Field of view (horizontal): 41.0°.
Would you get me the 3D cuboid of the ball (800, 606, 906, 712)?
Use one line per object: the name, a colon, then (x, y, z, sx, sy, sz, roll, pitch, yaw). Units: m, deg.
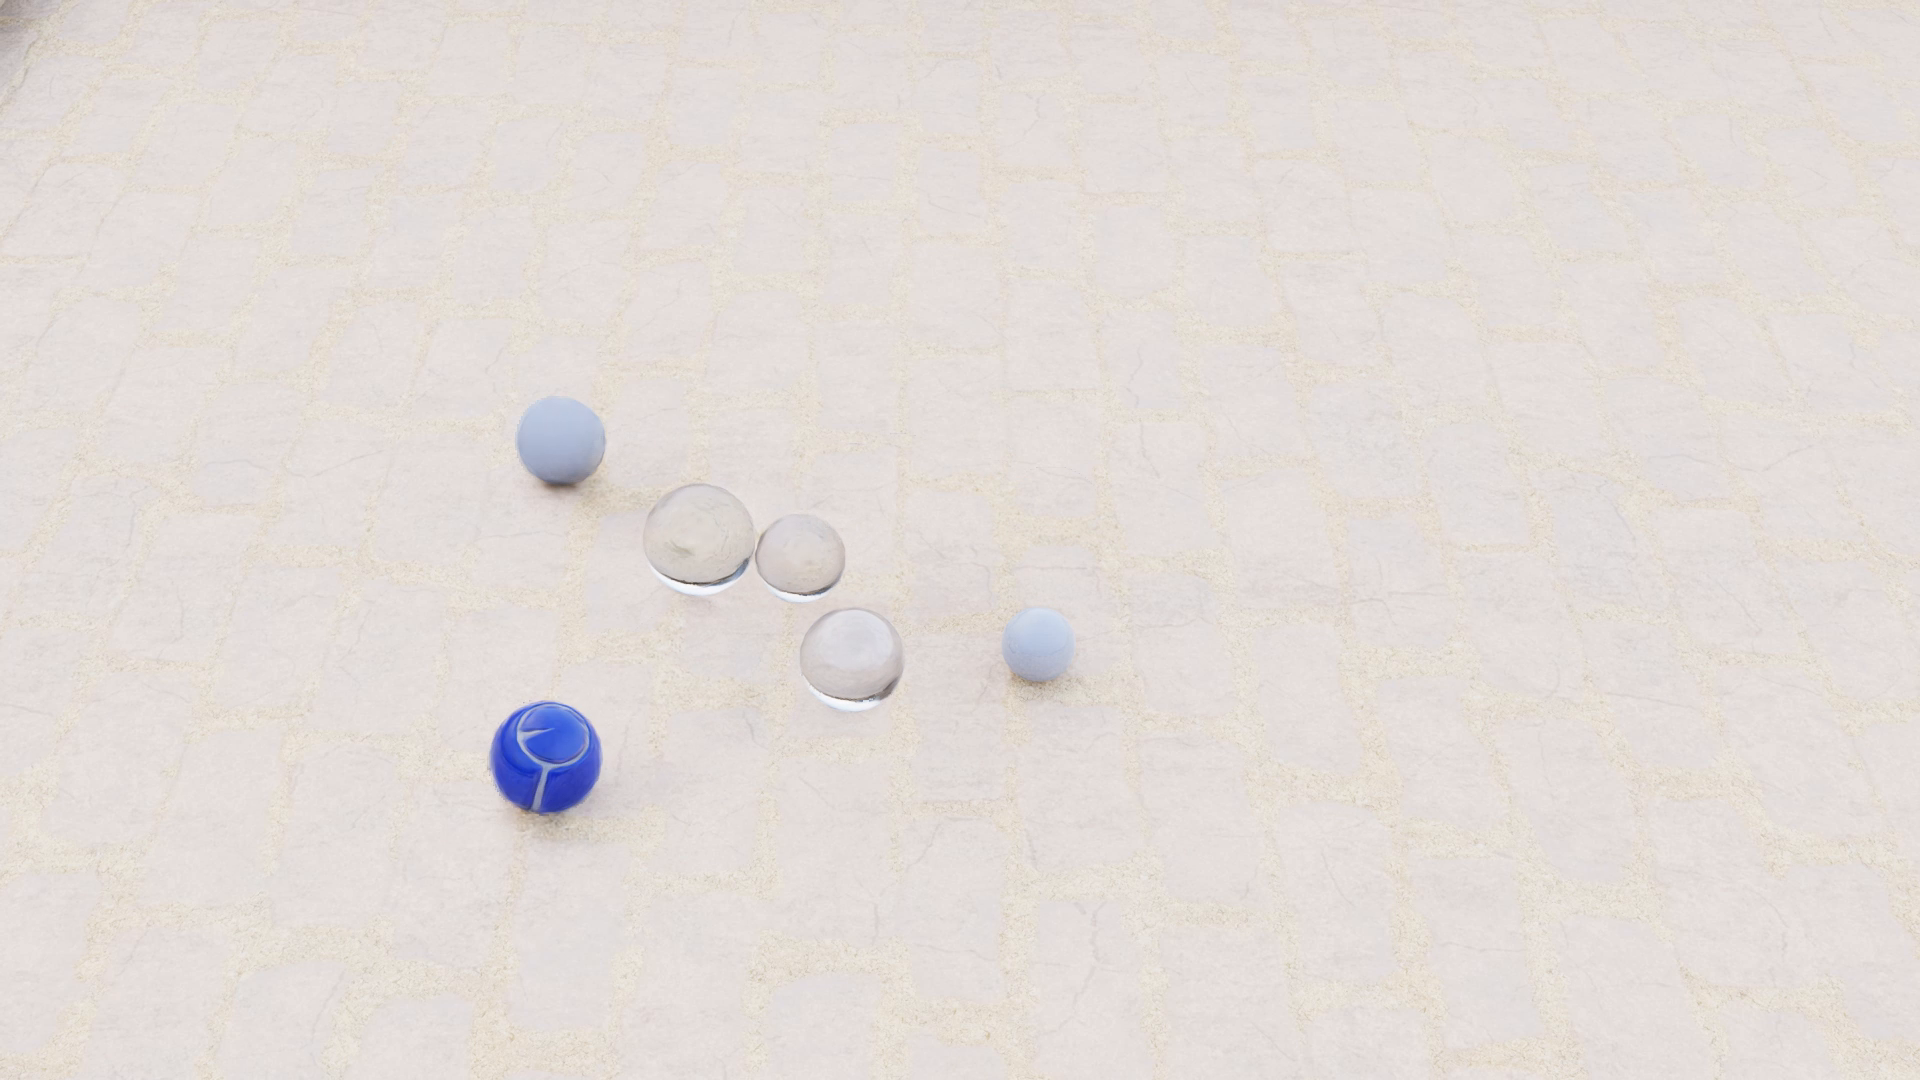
ball: (-0.065, 0.072, 1.553, 0.064, 0.064, 0.064, 0, 36, 0)

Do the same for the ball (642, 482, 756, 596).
ball: (-0.167, 0.000, 1.645, 0.072, 0.072, 0.072, 0, 36, 0)

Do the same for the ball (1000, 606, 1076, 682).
ball: (0.048, 0.064, 1.579, 0.046, 0.046, 0.046, 0, 36, 0)

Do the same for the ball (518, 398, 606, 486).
ball: (-0.271, -0.067, 1.747, 0.060, 0.060, 0.060, 0, 36, 0)

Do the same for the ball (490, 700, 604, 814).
ball: (-0.239, 0.125, 1.480, 0.065, 0.065, 0.065, 0, 36, 0)

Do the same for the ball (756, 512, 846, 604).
ball: (-0.102, 0.012, 1.641, 0.058, 0.058, 0.058, 0, 36, 0)

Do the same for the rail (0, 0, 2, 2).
rail: (-0.868, -0.011, 1.639, 0.045, 0.094, 2.047, 0, 36, 0)
